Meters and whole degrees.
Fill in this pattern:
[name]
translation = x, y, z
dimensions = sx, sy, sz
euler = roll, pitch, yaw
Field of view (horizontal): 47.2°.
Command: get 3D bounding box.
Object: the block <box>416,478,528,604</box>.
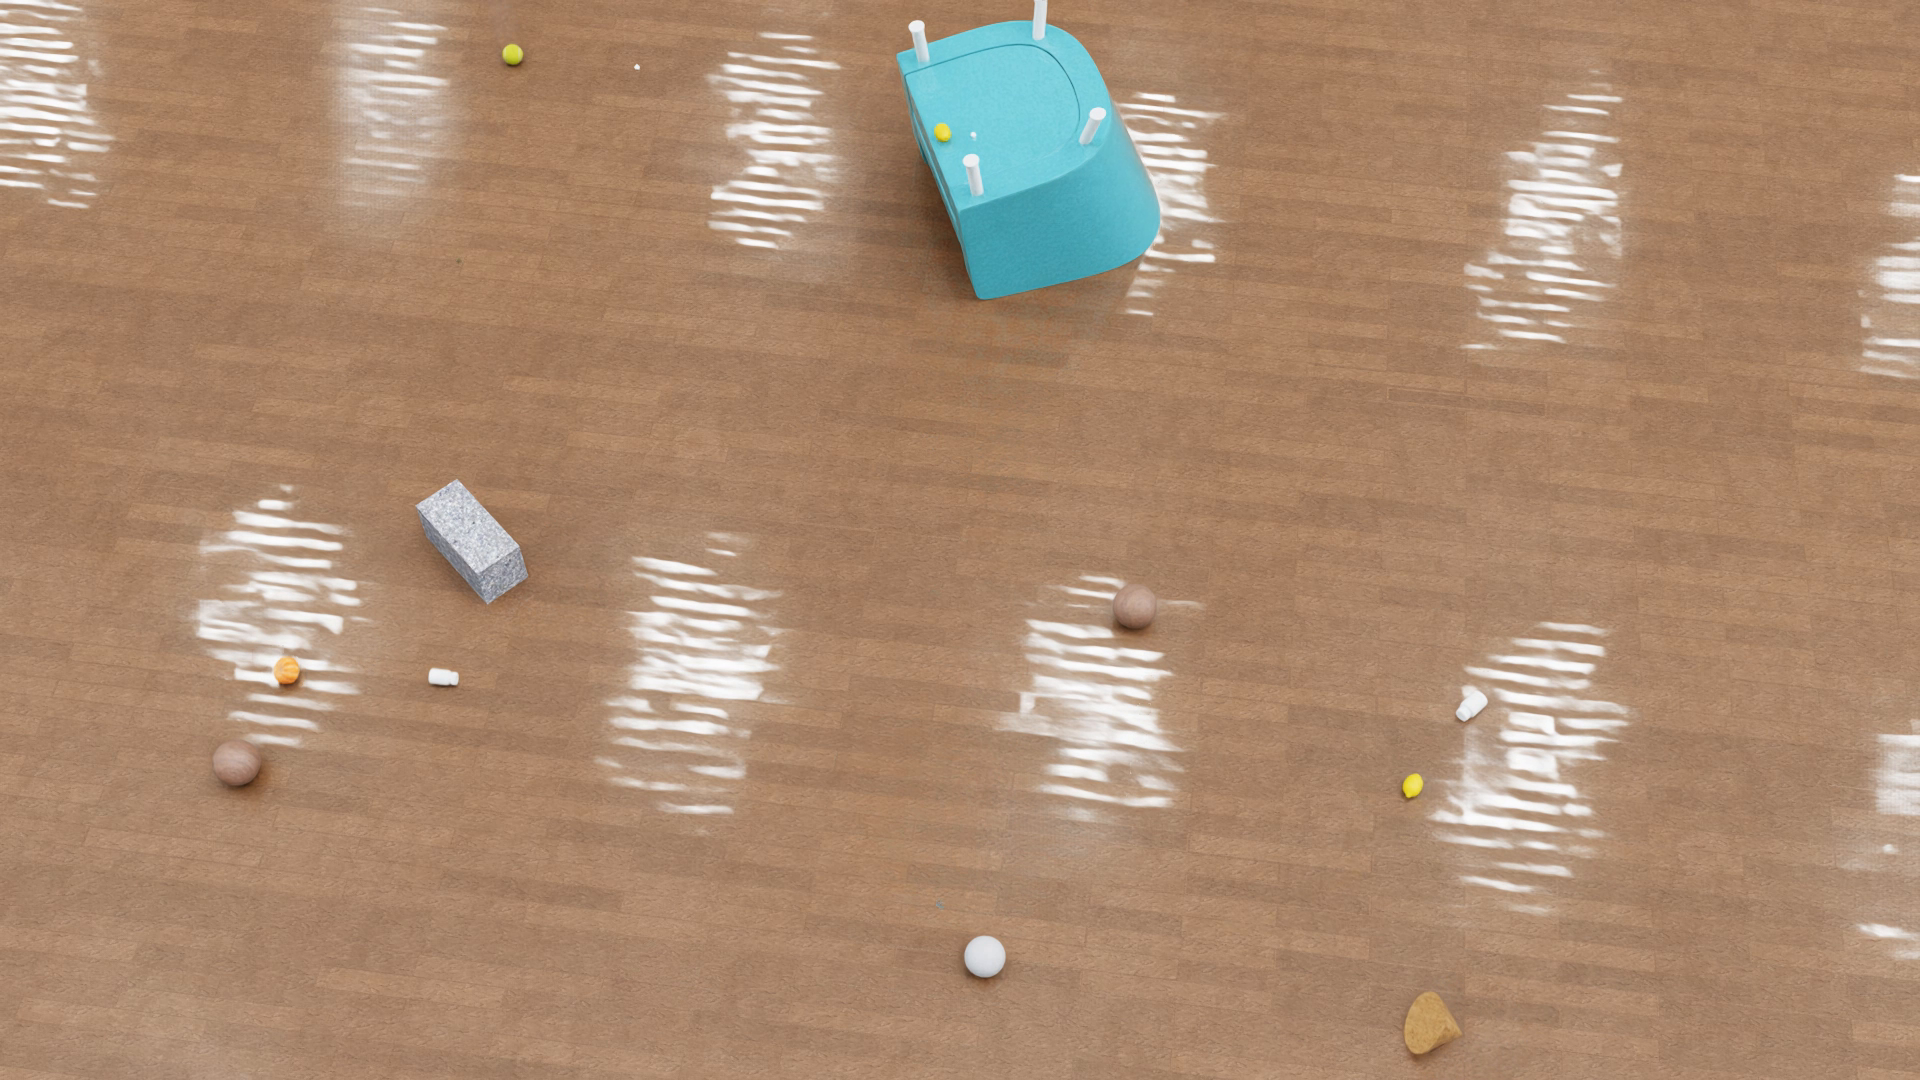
[block]
translation = -1.436, 0.004, 6.473
dimensions = 0.147, 0.163, 0.318
euler = -36, 63, -22

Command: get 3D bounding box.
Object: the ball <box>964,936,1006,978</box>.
[ball]
translation = 0.065, 1.094, 5.775
dimensions = 0.109, 0.109, 0.109
euler = 0, 56, 0

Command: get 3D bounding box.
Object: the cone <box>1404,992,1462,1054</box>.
[cone]
translation = 1.250, 1.265, 5.685
dimensions = 0.130, 0.149, 0.163
euler = 22, 86, -23
